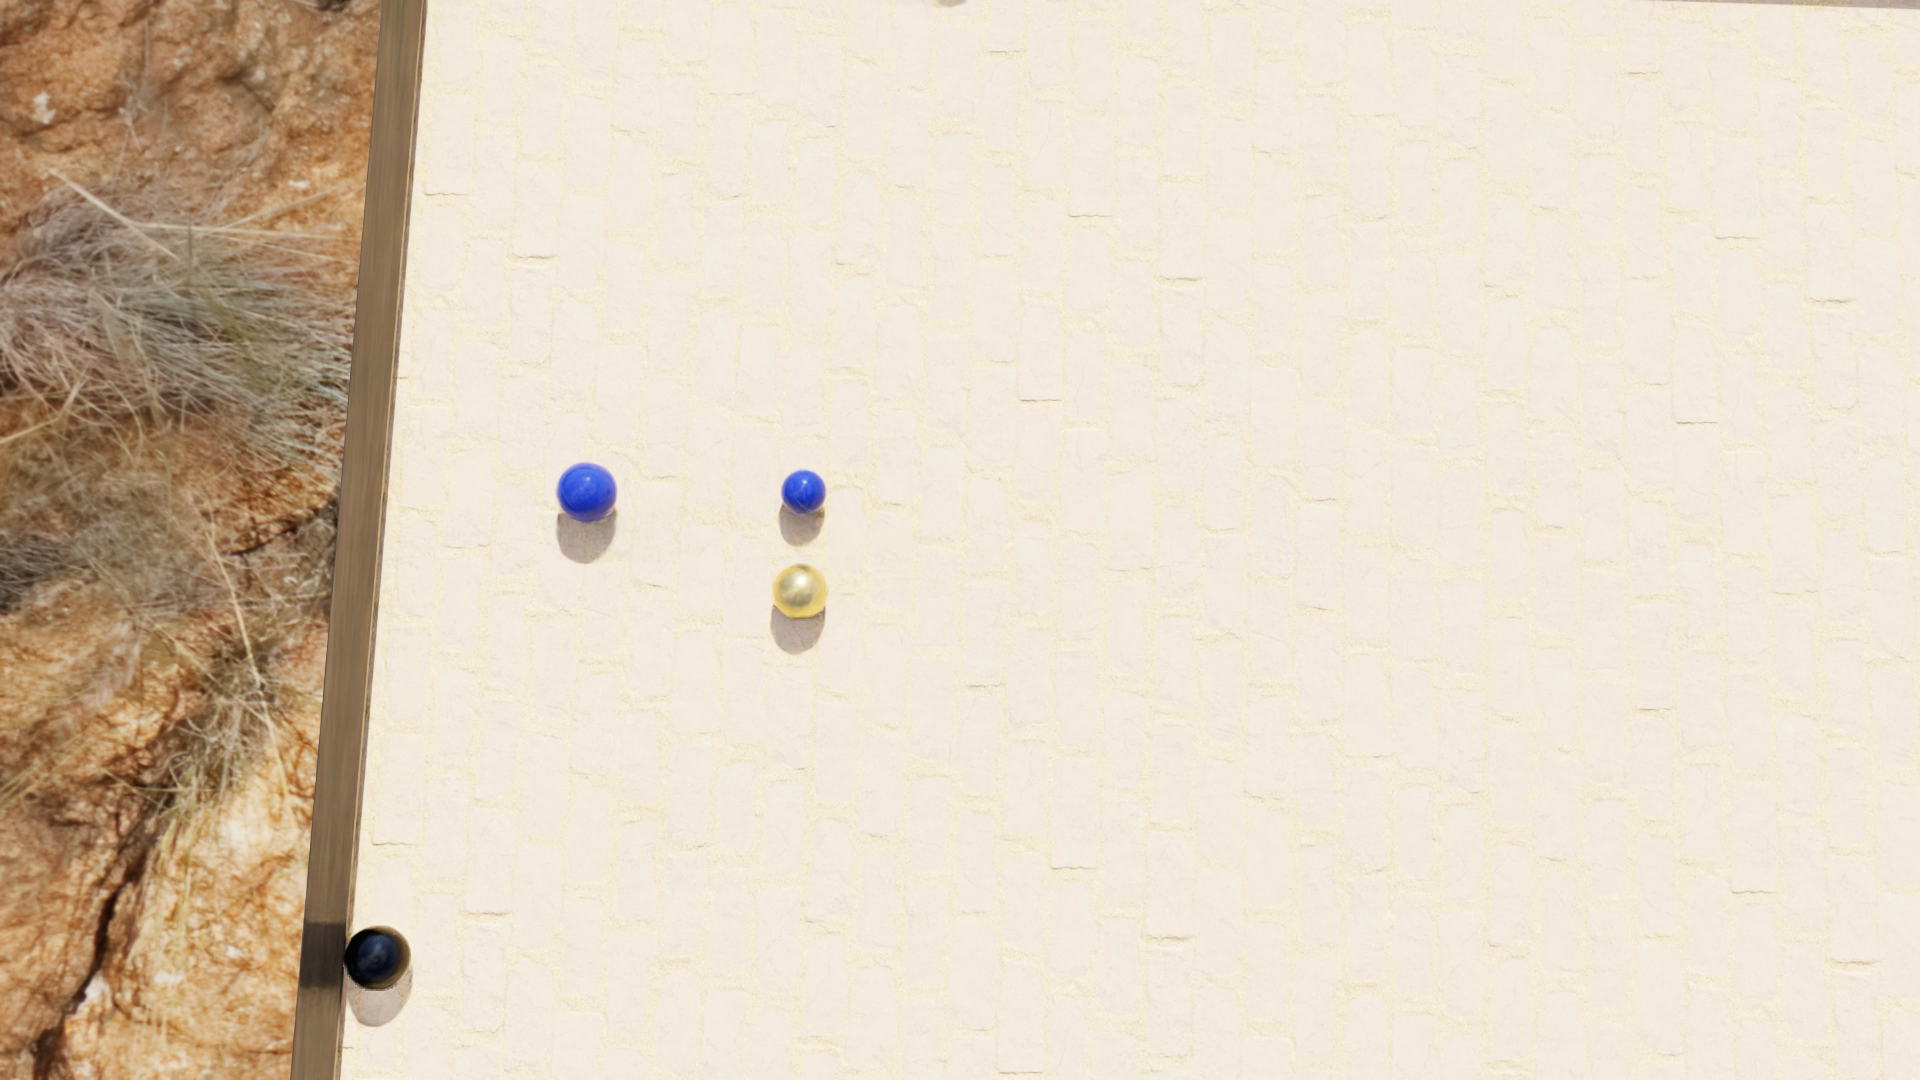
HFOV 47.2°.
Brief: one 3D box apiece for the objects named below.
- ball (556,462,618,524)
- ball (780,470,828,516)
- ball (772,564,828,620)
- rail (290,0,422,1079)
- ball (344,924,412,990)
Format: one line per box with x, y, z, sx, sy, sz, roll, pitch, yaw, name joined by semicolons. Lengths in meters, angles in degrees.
-0.557;-0.071;3.284;0.092;0.092;0.092;0;80;0;ball
-0.234;-0.071;3.296;0.070;0.070;0.070;0;80;0;ball
-0.236;0.076;3.263;0.083;0.083;0.083;0;80;0;ball
-0.882;-0.034;3.262;0.045;0.120;2.039;2;80;0;rail
-0.837;0.601;3.166;0.093;0.093;0.093;0;80;0;ball
